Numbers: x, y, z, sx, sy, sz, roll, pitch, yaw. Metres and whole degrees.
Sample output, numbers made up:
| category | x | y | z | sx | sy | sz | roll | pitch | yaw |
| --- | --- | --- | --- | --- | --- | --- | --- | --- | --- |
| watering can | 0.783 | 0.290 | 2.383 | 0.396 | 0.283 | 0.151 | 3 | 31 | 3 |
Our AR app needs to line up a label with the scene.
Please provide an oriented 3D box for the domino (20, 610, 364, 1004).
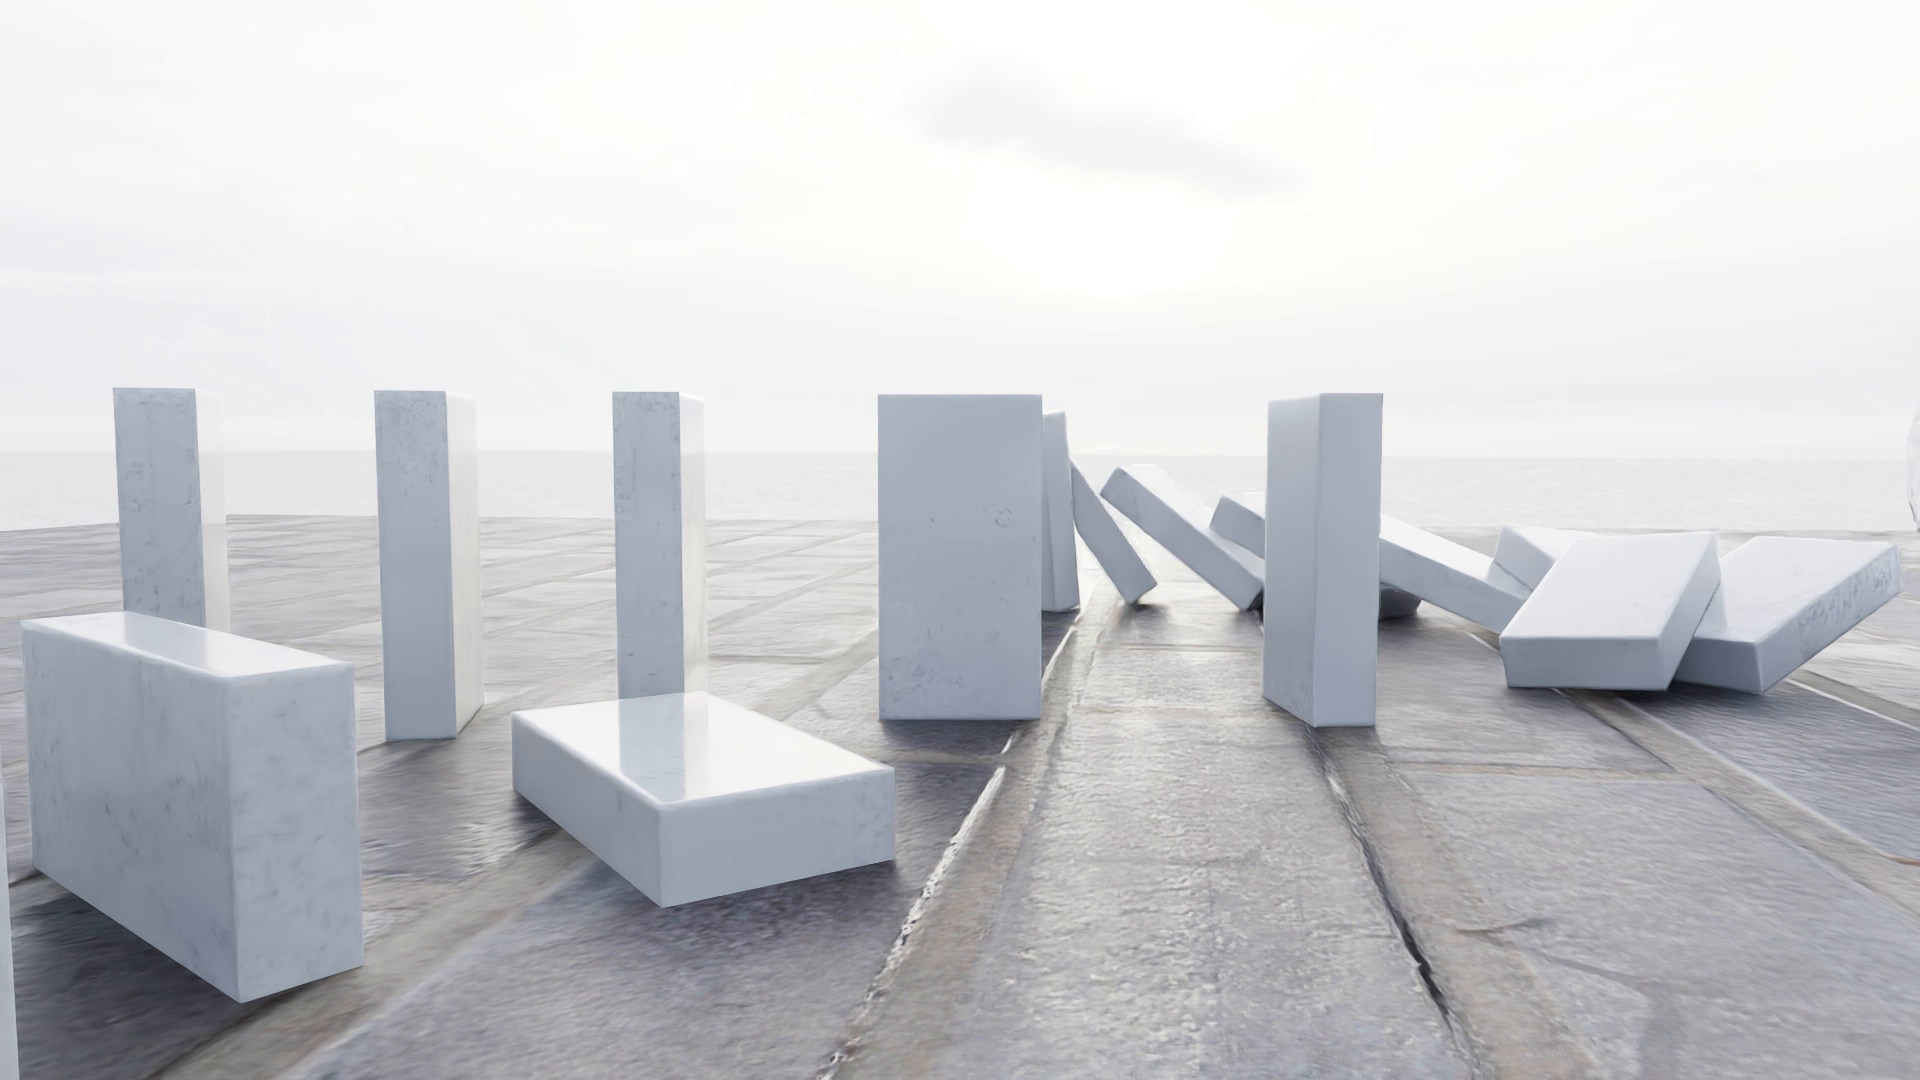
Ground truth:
| category | x | y | z | sx | sy | sz | roll | pitch | yaw |
| --- | --- | --- | --- | --- | --- | --- | --- | --- | --- |
| domino | -0.071 | 0.021 | 0.116 | 0.050 | 0.025 | 0.010 | 4 | 6 | 39 |

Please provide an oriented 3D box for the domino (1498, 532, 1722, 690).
| category | x | y | z | sx | sy | sz | roll | pitch | yaw |
| --- | --- | --- | --- | --- | --- | --- | --- | --- | --- |
| domino | 0.119 | 0.012 | 0.233 | 0.025 | 0.010 | 0.050 | -4 | 18 | 41 |

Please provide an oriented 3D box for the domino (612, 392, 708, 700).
| category | x | y | z | sx | sy | sz | roll | pitch | yaw |
| --- | --- | --- | --- | --- | --- | --- | --- | --- | --- |
| domino | -0.046 | 0.003 | 0.199 | 0.009 | 0.050 | 0.025 | 0 | 4 | -3 |

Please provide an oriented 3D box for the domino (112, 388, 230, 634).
| category | x | y | z | sx | sy | sz | roll | pitch | yaw |
| --- | --- | --- | --- | --- | --- | --- | --- | --- | --- |
| domino | -0.113 | 0.004 | 0.185 | 0.010 | 0.050 | 0.025 | -2 | 5 | -23 |

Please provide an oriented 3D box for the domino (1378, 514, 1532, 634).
| category | x | y | z | sx | sy | sz | roll | pitch | yaw |
| --- | --- | --- | --- | --- | --- | --- | --- | --- | --- |
| domino | 0.113 | 0.007 | 0.303 | 0.025 | 0.010 | 0.050 | -4 | 25 | -44 |

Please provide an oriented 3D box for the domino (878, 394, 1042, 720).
| category | x | y | z | sx | sy | sz | roll | pitch | yaw |
| --- | --- | --- | --- | --- | --- | --- | --- | --- | --- |
| domino | 0.000 | 0.002 | 0.201 | 0.025 | 0.050 | 0.010 | 0 | 4 | 0 |

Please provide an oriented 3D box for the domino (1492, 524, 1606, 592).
| category | x | y | z | sx | sy | sz | roll | pitch | yaw |
| --- | --- | --- | --- | --- | --- | --- | --- | --- | --- |
| domino | 0.140 | 0.010 | 0.279 | 0.025 | 0.010 | 0.050 | 6 | 18 | -4 |

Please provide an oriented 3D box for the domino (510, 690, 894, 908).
| category | x | y | z | sx | sy | sz | roll | pitch | yaw |
| --- | --- | --- | --- | --- | --- | --- | --- | --- | --- |
| domino | -0.031 | 0.027 | 0.145 | 0.025 | 0.010 | 0.050 | -3 | 5 | -34 |

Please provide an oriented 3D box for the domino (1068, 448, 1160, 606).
| category | x | y | z | sx | sy | sz | roll | pitch | yaw |
| --- | --- | --- | --- | --- | --- | --- | --- | --- | --- |
| domino | 0.035 | -0.007 | 0.346 | 0.009 | 0.050 | 0.025 | -35 | -3 | 9 |

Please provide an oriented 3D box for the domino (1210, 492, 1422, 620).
| category | x | y | z | sx | sy | sz | roll | pitch | yaw |
| --- | --- | --- | --- | --- | --- | --- | --- | --- | --- |
| domino | 0.091 | 0.003 | 0.328 | 0.025 | 0.010 | 0.050 | -4 | 31 | -44 |

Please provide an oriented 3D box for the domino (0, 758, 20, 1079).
| category | x | y | z | sx | sy | sz | roll | pitch | yaw |
| --- | --- | --- | --- | --- | --- | --- | --- | --- | --- |
| domino | -0.062 | 0.013 | 0.061 | 0.010 | 0.050 | 0.025 | 1 | 4 | 17 |

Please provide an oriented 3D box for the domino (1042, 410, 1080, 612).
| category | x | y | z | sx | sy | sz | roll | pitch | yaw |
| --- | --- | --- | --- | --- | --- | --- | --- | --- | --- |
| domino | 0.017 | -0.008 | 0.331 | 0.010 | 0.050 | 0.025 | -14 | 13 | -43 |

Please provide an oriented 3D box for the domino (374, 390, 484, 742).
| category | x | y | z | sx | sy | sz | roll | pitch | yaw |
| --- | --- | --- | --- | --- | --- | --- | --- | --- | --- |
| domino | -0.080 | 0.003 | 0.195 | 0.010 | 0.050 | 0.025 | -1 | 4 | -11 |

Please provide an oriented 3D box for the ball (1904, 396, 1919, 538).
| category | x | y | z | sx | sy | sz | roll | pitch | yaw |
| --- | --- | --- | --- | --- | --- | --- | --- | --- | --- |
| ball | 0.205 | -0.013 | 0.211 | 0.080 | 0.080 | 0.080 | 0 | 4 | 0 |

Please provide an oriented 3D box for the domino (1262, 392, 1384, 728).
| category | x | y | z | sx | sy | sz | roll | pitch | yaw |
| --- | --- | --- | --- | --- | --- | --- | --- | --- | --- |
| domino | 0.057 | 0.002 | 0.204 | 0.009 | 0.050 | 0.025 | 0 | 4 | -4 |

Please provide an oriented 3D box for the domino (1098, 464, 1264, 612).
| category | x | y | z | sx | sy | sz | roll | pitch | yaw |
| --- | --- | --- | --- | --- | --- | --- | --- | --- | --- |
| domino | 0.063 | -0.001 | 0.343 | 0.050 | 0.010 | 0.025 | 41 | 23 | 22 |

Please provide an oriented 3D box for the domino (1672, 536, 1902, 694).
| category | x | y | z | sx | sy | sz | roll | pitch | yaw |
| --- | --- | --- | --- | --- | --- | --- | --- | --- | --- |
| domino | 0.149 | 0.013 | 0.239 | 0.050 | 0.009 | 0.025 | -22 | 15 | -28 |
